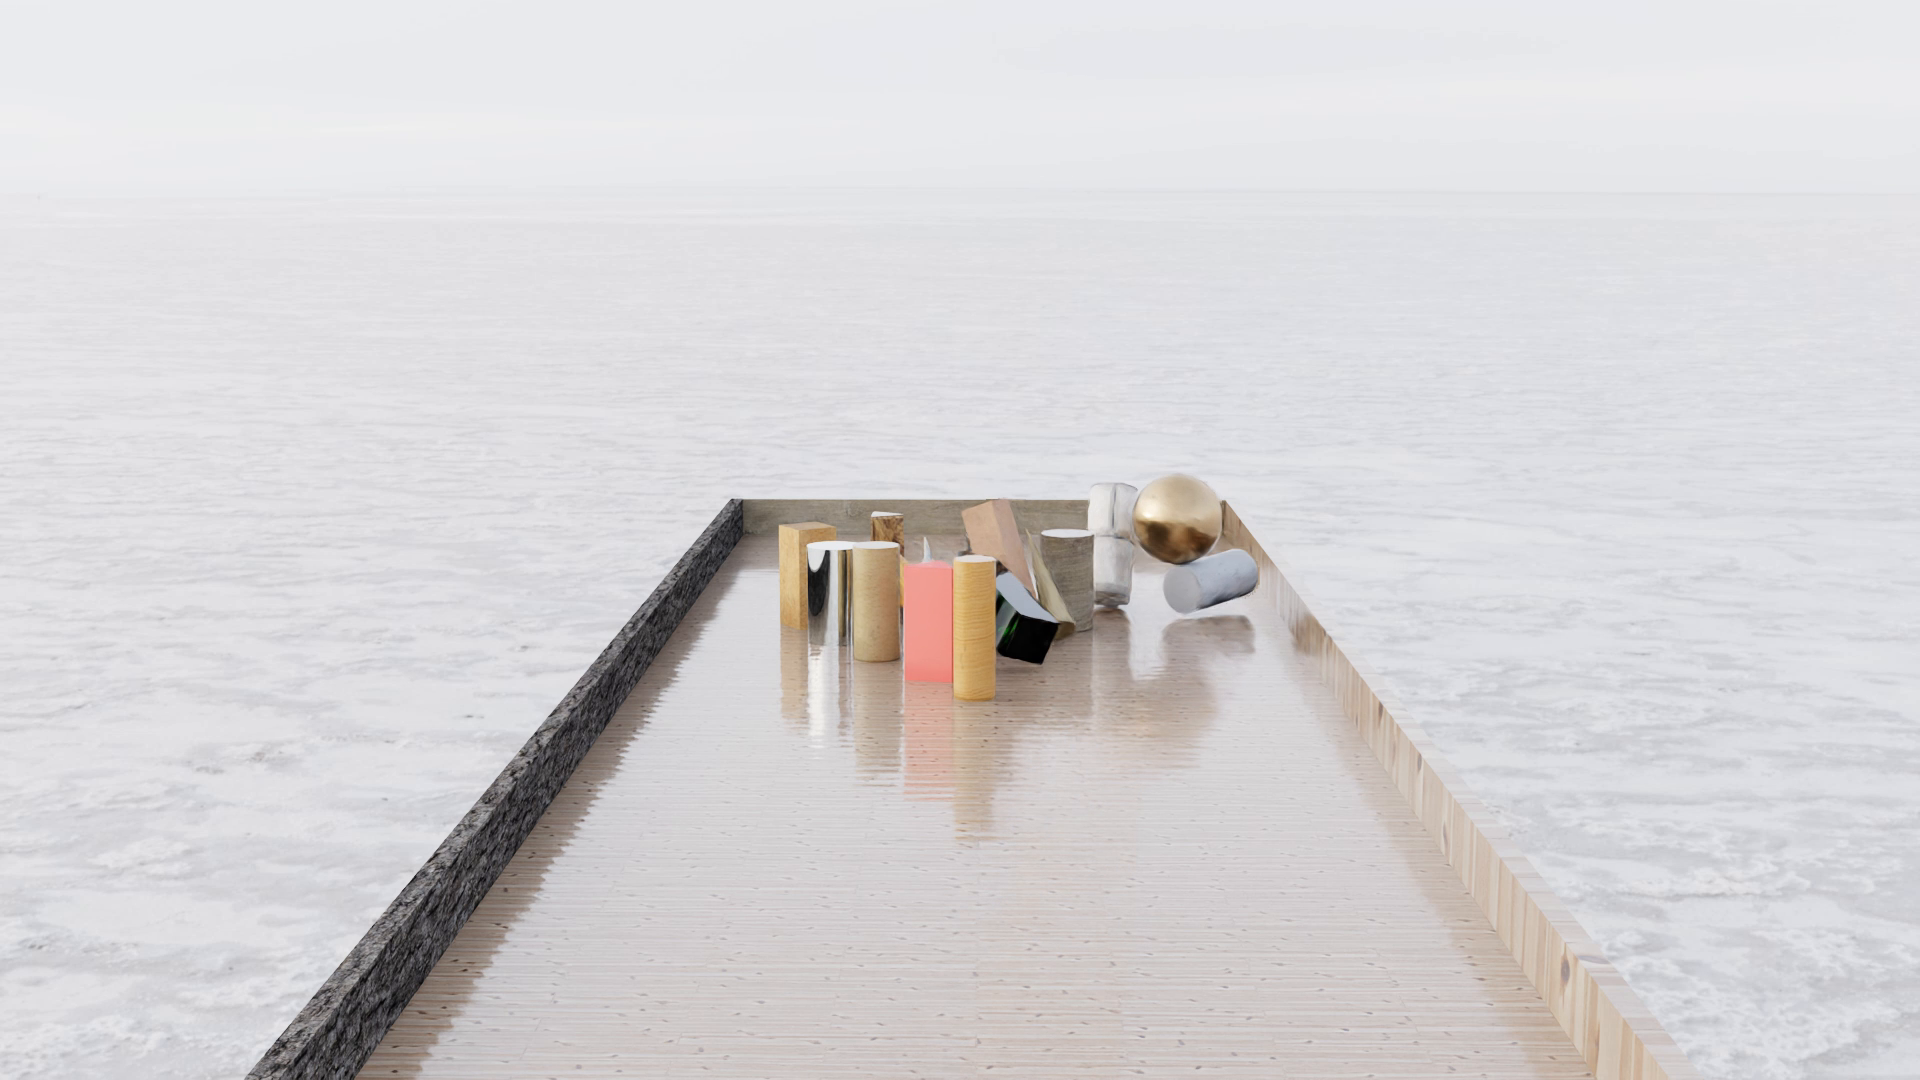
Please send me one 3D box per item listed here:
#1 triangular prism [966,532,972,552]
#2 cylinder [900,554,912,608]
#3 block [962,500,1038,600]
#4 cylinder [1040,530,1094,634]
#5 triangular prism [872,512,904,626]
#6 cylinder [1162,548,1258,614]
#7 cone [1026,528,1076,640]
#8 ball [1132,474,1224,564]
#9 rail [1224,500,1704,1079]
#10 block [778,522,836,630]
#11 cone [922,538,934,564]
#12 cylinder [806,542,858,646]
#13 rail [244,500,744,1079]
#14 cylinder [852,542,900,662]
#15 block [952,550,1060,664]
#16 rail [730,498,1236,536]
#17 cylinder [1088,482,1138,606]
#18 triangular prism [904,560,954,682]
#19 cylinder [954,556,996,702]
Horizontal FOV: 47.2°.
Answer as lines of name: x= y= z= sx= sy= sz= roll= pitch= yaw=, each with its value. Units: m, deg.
triangular prism: x=0.117 y=0.119 z=7.224 sx=0.131 sy=0.323 sz=0.151 roll=-7 pitch=11 yaw=-42
cylinder: x=-0.110 y=0.194 z=6.834 sx=0.379 sy=0.116 sz=0.116 roll=43 pitch=32 yaw=27
block: x=0.137 y=0.090 z=7.033 sx=0.116 sy=0.421 sz=0.116 roll=-18 pitch=-5 yaw=30
cylinder: x=0.349 y=0.133 z=7.170 sx=0.173 sy=0.314 sz=0.173 roll=0 pitch=9 yaw=0
triangular prism: x=-0.258 y=0.097 z=7.206 sx=0.114 sy=0.372 sz=0.099 roll=-5 pitch=10 yaw=-27
cylinder: x=0.851 y=0.140 z=7.471 sx=0.166 sy=0.166 sz=0.312 roll=9 pitch=16 yaw=43
cone: x=0.266 y=0.120 z=7.086 sx=0.101 sy=0.101 sz=0.424 roll=-3 pitch=53 yaw=-19
ball: x=0.729 y=-0.071 z=7.380 sx=0.305 sy=0.305 sz=0.305 roll=0 pitch=9 yaw=0
rail: x=1.046 y=0.843 z=3.208 sx=0.050 sy=0.150 sz=12.000 roll=0 pitch=9 yaw=1
block: x=-0.500 y=0.116 z=7.227 sx=0.138 sy=0.329 sz=0.138 roll=-6 pitch=11 yaw=-32
cone: x=-0.091 y=0.150 z=6.936 sx=0.137 sy=0.333 sz=0.137 roll=-6 pitch=1 yaw=0
cylinder: x=-0.397 y=0.169 z=6.964 sx=0.174 sy=0.307 sz=0.174 roll=0 pitch=9 yaw=0
rail: x=-1.004 y=0.839 z=3.234 sx=0.050 sy=0.150 sz=12.000 roll=0 pitch=9 yaw=1
cylinder: x=-0.255 y=0.188 z=6.705 sx=0.143 sy=0.350 sz=0.143 roll=0 pitch=9 yaw=0
block: x=0.123 y=0.204 z=6.770 sx=0.141 sy=0.141 sz=0.458 roll=13 pitch=18 yaw=-31
rail: x=0.099 y=-0.098 z=9.147 sx=2.100 sy=0.150 sz=0.050 roll=0 pitch=9 yaw=1
cylinder: x=0.517 y=0.014 z=7.557 sx=0.167 sy=0.394 sz=0.167 roll=5 pitch=-18 yaw=2
triangular prism: x=-0.074 y=0.236 z=6.444 sx=0.147 sy=0.337 sz=0.127 roll=2 pitch=9 yaw=15
cylinder: x=0.041 y=0.248 z=6.179 sx=0.120 sy=0.396 sz=0.120 roll=0 pitch=9 yaw=0
